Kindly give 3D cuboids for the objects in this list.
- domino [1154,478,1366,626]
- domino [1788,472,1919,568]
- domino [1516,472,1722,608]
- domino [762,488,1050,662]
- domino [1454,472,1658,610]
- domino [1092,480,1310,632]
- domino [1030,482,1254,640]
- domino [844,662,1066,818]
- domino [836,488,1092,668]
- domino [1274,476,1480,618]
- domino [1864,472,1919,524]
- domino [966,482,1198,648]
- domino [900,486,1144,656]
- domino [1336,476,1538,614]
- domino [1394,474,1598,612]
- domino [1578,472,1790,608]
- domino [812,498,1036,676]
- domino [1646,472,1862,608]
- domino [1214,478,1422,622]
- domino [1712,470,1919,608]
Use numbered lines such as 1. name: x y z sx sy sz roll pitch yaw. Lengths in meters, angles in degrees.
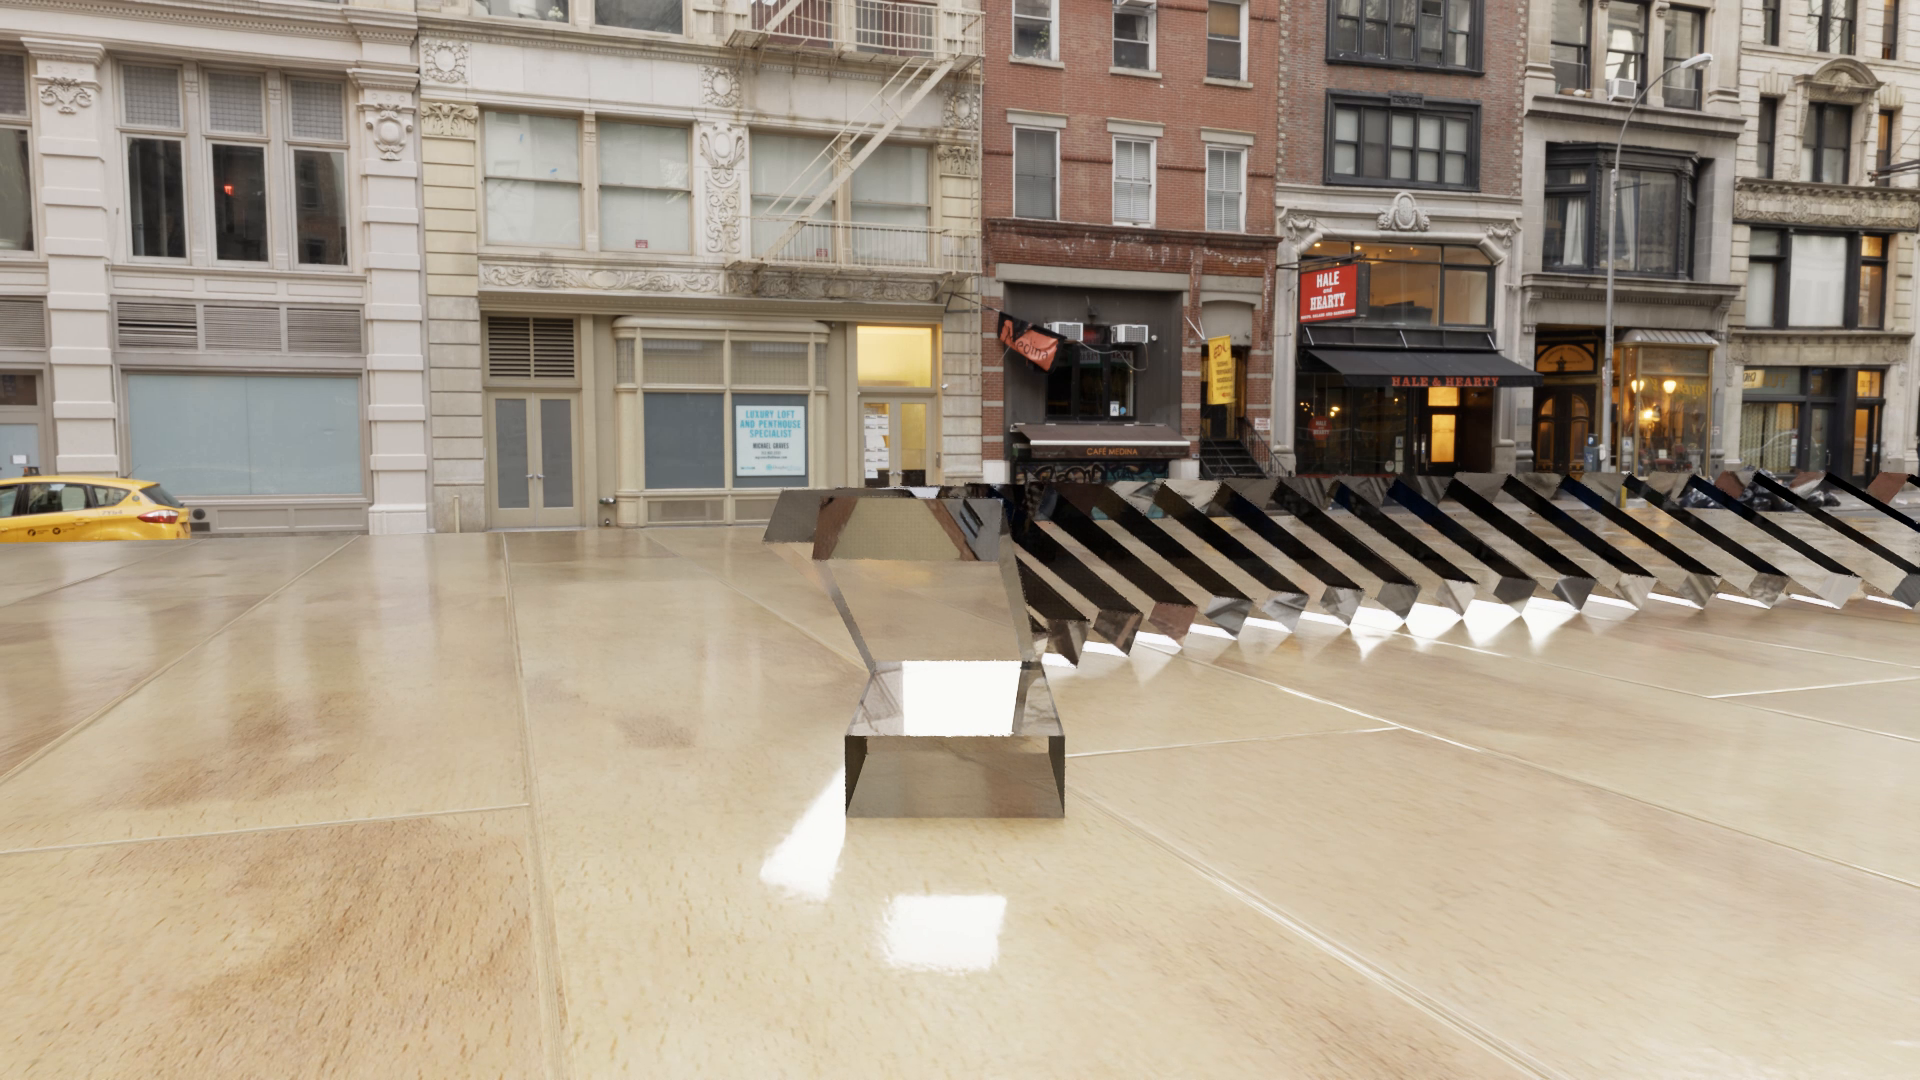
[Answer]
1. domino: 0.068 0.003 0.300 0.050 0.009 0.025 33 -11 -25
2. domino: 0.248 -0.001 0.341 0.050 0.010 0.025 35 13 14
3. domino: 0.173 0.000 0.342 0.050 0.010 0.025 32 2 -4
4. domino: -0.008 0.008 0.216 0.025 0.009 0.050 1 -29 34
5. domino: 0.154 0.000 0.337 0.050 0.009 0.025 32 -1 -10
6. domino: 0.053 0.004 0.290 0.050 0.009 0.025 34 -12 -27
7. domino: 0.038 0.004 0.278 0.050 0.009 0.025 35 -15 -30
8. domino: 0.000 0.025 0.171 0.025 0.010 0.050 0 4 1
9. domino: 0.000 0.007 0.234 0.025 0.009 0.050 2 -28 42
10. domino: 0.101 0.001 0.318 0.050 0.009 0.025 32 -7 -19
11. domino: 0.265 0.000 0.334 0.050 0.009 0.025 35 15 14
12. domino: 0.024 0.005 0.265 0.050 0.009 0.025 36 -19 -34
13. domino: 0.011 0.006 0.251 0.025 0.009 0.050 4 -26 47
14. domino: 0.118 0.001 0.325 0.050 0.009 0.025 32 -5 -17
15. domino: 0.136 0.000 0.332 0.050 0.009 0.025 32 -4 -14
16. domino: 0.191 -0.001 0.343 0.050 0.009 0.025 32 4 -1
17. domino: -0.004 0.011 0.193 0.025 0.009 0.050 1 -29 9
18. domino: 0.210 -0.001 0.344 0.050 0.009 0.025 33 7 3
19. domino: 0.084 0.002 0.310 0.050 0.009 0.025 33 -9 -22
20. domino: 0.229 -0.001 0.344 0.050 0.009 0.025 34 10 9
